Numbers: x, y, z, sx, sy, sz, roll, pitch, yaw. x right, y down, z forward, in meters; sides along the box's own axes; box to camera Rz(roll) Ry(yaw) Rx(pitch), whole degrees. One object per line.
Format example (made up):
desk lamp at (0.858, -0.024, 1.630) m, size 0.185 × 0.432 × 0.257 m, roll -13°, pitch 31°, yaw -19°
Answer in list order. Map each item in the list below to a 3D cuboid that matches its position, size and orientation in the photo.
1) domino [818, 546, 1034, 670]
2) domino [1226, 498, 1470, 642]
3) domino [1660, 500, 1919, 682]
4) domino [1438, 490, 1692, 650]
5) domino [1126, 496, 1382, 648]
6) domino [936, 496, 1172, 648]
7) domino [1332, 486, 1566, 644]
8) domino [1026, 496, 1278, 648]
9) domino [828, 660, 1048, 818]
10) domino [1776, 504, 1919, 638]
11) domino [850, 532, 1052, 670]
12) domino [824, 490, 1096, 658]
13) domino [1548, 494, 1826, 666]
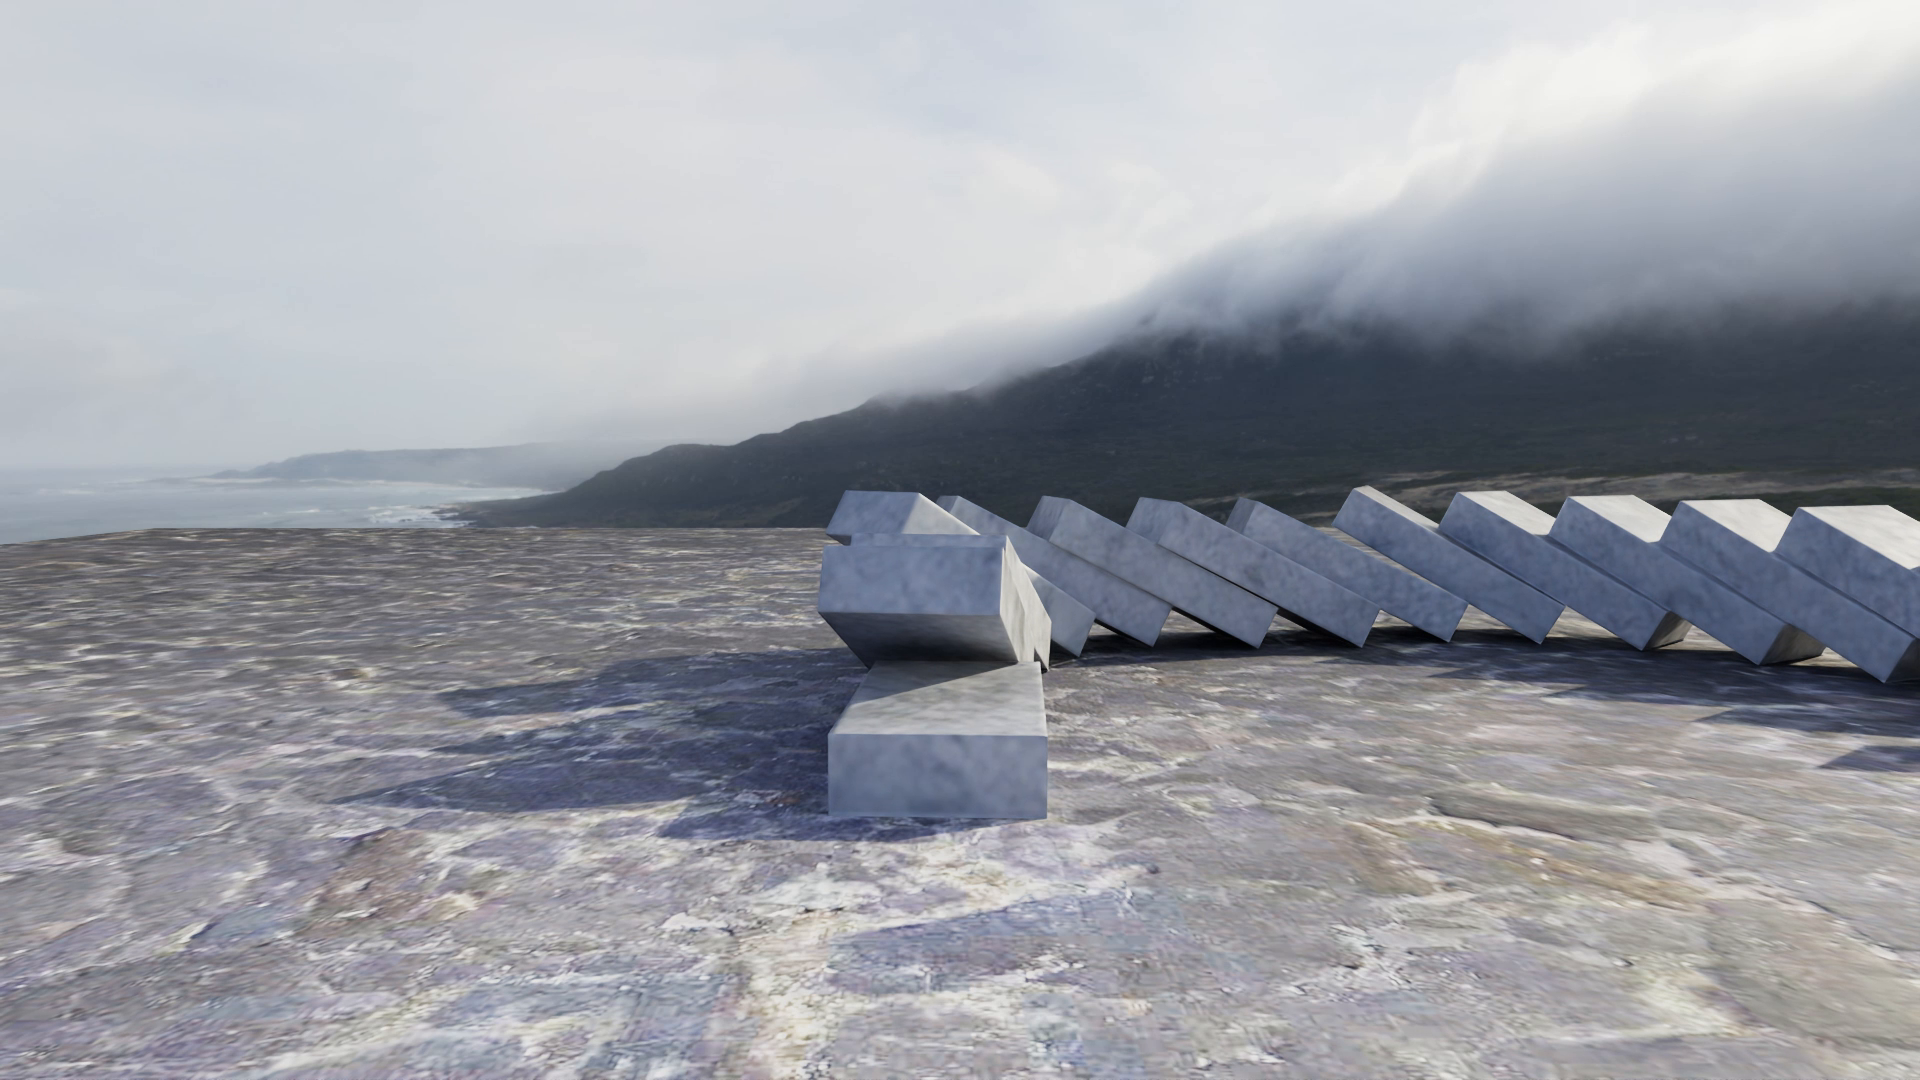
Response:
domino at (-0.003, 0.014, 0.197) m, size 0.025 × 0.010 × 0.050 m, roll 1°, pitch -19°, yaw 9°
domino at (0.085, 0.006, 0.288) m, size 0.050 × 0.010 × 0.025 m, roll 26°, pitch 5°, yaw 1°
domino at (0.167, 0.008, 0.250) m, size 0.025 × 0.010 × 0.050 m, roll -2°, pitch 31°, yaw -25°
domino at (0.135, 0.005, 0.284) m, size 0.025 × 0.009 × 0.050 m, roll -3°, pitch 32°, yaw -43°
domino at (0.062, 0.006, 0.276) m, size 0.050 × 0.010 × 0.025 m, roll 26°, pitch -1°, yaw -11°
domino at (0.018, 0.006, 0.271) m, size 0.050 × 0.009 × 0.025 m, roll 27°, pitch -3°, yaw -10°
domino at (0.111, 0.004, 0.291) m, size 0.050 × 0.009 × 0.025 m, roll 33°, pitch 16°, yaw 19°
domino at (0.040, 0.006, 0.273) m, size 0.050 × 0.010 × 0.025 m, roll 27°, pitch -1°, yaw -10°
domino at (-0.001, 0.025, 0.171) m, size 0.025 × 0.010 × 0.050 m, roll 0°, pitch 4°, yaw 3°
domino at (0.178, 0.010, 0.230) m, size 0.025 × 0.010 × 0.050 m, roll -2°, pitch 31°, yaw -21°
domino at (0.000, 0.012, 0.222) m, size 0.025 × 0.009 × 0.050 m, roll 1°, pitch -19°, yaw 13°
domino at (0.001, 0.007, 0.252) m, size 0.050 × 0.009 × 0.025 m, roll 34°, pitch -17°, yaw -33°
domino at (0.153, 0.007, 0.268) m, size 0.025 × 0.009 × 0.050 m, roll -2°, pitch 32°, yaw -32°
